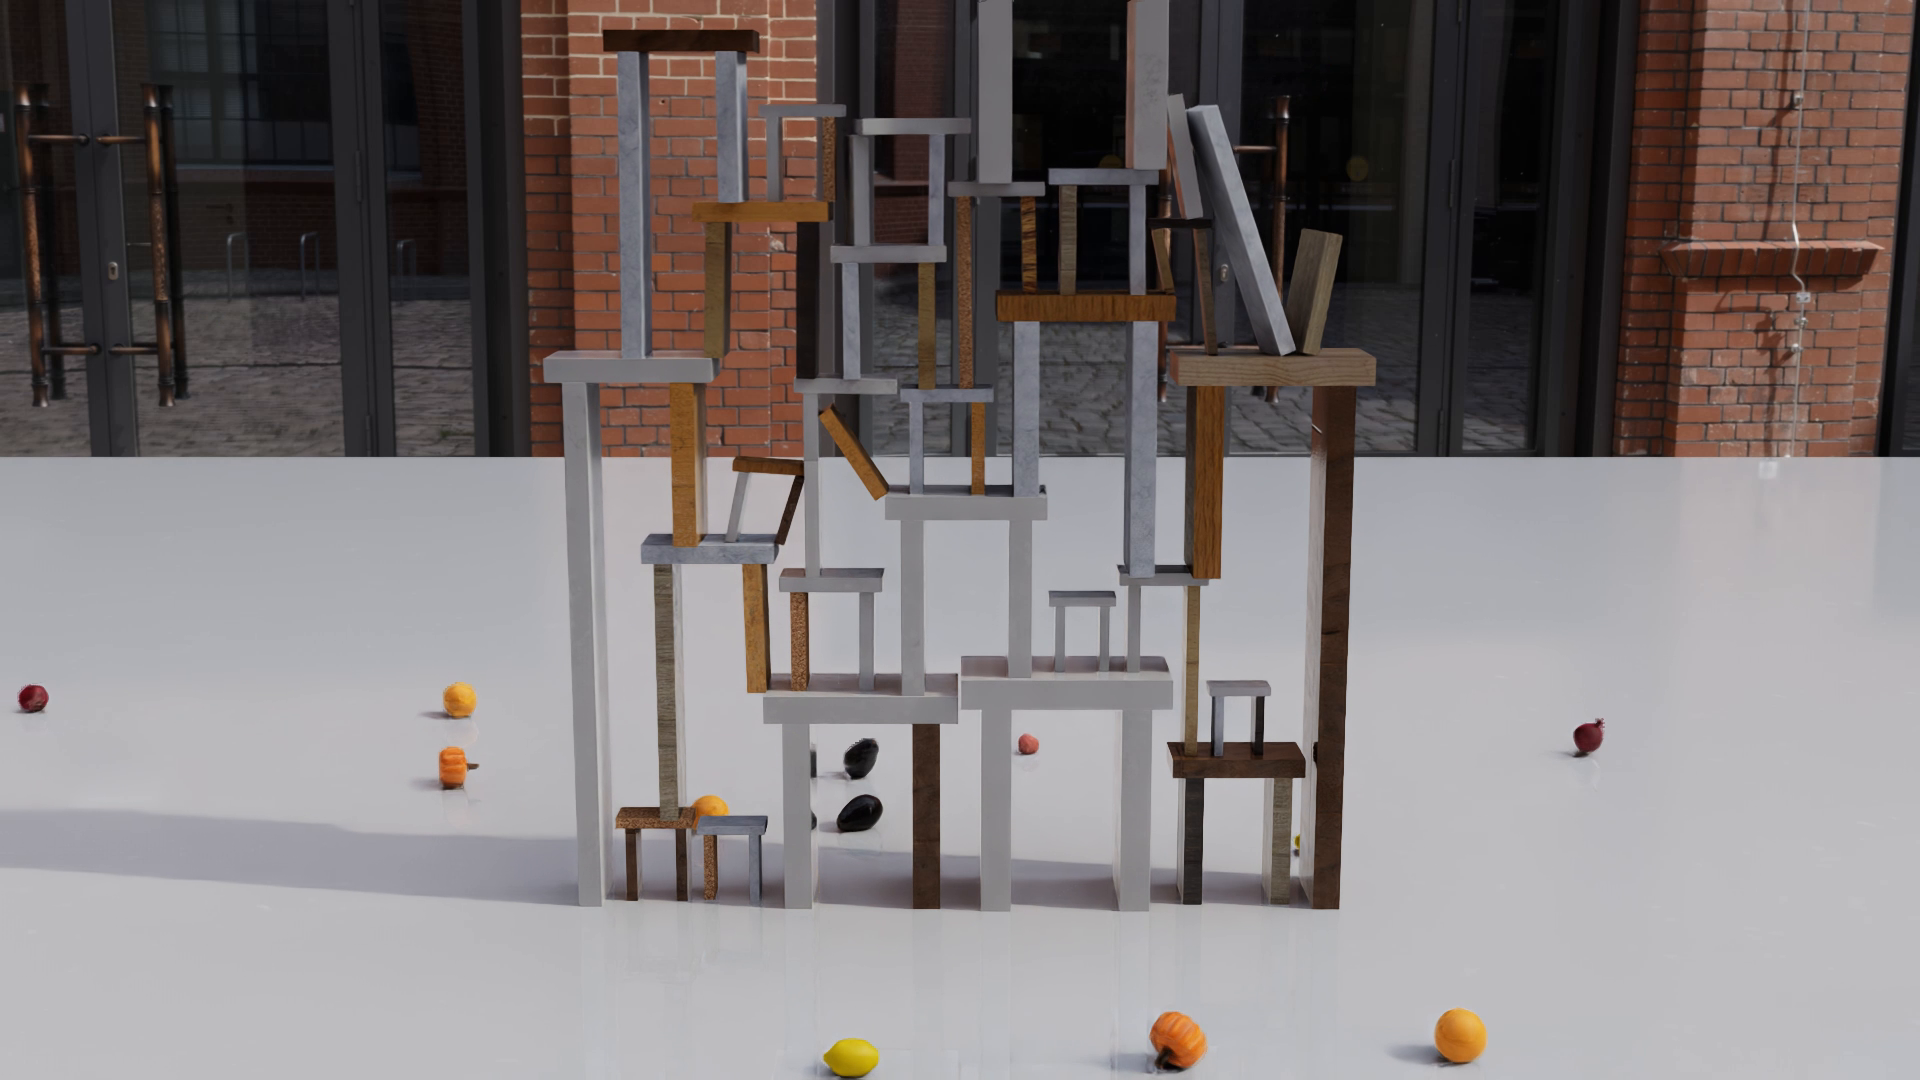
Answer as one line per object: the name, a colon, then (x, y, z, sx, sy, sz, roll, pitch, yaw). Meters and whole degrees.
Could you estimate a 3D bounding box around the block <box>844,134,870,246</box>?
block: (-0.163, -0.549, 3.451, 0.024, 0.171, 0.086, -3, 11, -13)

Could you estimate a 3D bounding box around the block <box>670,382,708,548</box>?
block: (-0.436, -0.130, 3.539, 0.037, 0.263, 0.131, 0, 11, 2)

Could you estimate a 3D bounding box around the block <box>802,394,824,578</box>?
block: (-0.236, -0.093, 3.536, 0.023, 0.298, 0.081, 0, 11, 0)

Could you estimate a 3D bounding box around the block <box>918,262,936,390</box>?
block: (-0.052, -0.344, 3.498, 0.026, 0.199, 0.091, 0, 11, 1)

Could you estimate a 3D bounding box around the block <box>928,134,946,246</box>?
block: (-0.037, -0.551, 3.456, 0.024, 0.171, 0.085, 1, 11, -1)

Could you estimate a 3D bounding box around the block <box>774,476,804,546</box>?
block: (-0.273, -0.052, 3.553, 0.016, 0.115, 0.058, 18, 10, -3)

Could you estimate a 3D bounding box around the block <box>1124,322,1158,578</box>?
block: (0.290, -0.153, 3.533, 0.039, 0.408, 0.139, 0, 11, 0)

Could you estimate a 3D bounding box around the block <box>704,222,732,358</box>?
block: (-0.384, -0.400, 3.491, 0.030, 0.211, 0.106, 2, 10, 0)

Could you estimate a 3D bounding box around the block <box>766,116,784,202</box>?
block: (-0.291, -0.598, 3.452, 0.018, 0.131, 0.065, 0, 10, 2)

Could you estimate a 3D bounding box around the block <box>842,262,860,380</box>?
block: (-0.172, -0.350, 3.488, 0.026, 0.182, 0.091, -1, 11, -2)

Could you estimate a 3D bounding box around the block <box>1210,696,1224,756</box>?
block: (0.423, 0.299, 3.611, 0.014, 0.100, 0.050, 0, 11, 0)

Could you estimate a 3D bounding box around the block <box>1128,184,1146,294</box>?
block: (0.279, -0.476, 3.471, 0.024, 0.170, 0.085, 0, 11, 2)

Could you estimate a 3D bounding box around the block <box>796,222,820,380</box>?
block: (-0.241, -0.383, 3.488, 0.030, 0.244, 0.106, 1, 11, 0)

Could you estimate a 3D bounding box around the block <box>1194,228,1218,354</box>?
block: (0.389, -0.396, 3.490, 0.014, 0.197, 0.051, -7, 10, 1)

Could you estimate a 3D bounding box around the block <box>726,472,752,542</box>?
block: (-0.356, -0.058, 3.552, 0.016, 0.115, 0.058, 12, 11, 1)

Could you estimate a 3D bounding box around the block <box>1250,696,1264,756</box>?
block: (0.489, 0.299, 3.613, 0.014, 0.100, 0.050, 0, 11, -1)

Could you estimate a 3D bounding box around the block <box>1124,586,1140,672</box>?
block: (0.281, 0.138, 3.589, 0.020, 0.144, 0.072, 0, 11, 0)

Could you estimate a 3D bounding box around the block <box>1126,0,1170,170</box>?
block: (0.291, -0.758, 3.416, 0.050, 0.356, 0.178, 0, 11, 0)

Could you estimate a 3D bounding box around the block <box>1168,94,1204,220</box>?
block: (0.347, -0.601, 3.445, 0.027, 0.191, 0.095, -11, 10, 2)

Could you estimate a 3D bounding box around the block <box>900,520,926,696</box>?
block: (-0.076, 0.098, 3.574, 0.036, 0.287, 0.129, 0, 11, 0)

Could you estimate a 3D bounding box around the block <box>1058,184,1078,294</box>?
block: (0.169, -0.476, 3.470, 0.024, 0.170, 0.085, 0, 11, 0)

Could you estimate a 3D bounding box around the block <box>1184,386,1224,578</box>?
block: (0.392, -0.104, 3.541, 0.044, 0.308, 0.154, 0, 11, 0)

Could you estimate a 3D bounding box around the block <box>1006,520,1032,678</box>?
block: (0.096, 0.083, 3.571, 0.036, 0.257, 0.129, 0, 10, 0)

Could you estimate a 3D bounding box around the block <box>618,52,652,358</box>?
block: (-0.511, -0.526, 3.459, 0.032, 0.470, 0.114, 1, 11, 0)

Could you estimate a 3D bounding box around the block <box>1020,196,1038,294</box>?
block: (0.108, -0.468, 3.476, 0.022, 0.152, 0.076, -2, 11, 0)

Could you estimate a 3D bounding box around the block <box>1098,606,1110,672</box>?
block: (0.234, 0.156, 3.589, 0.015, 0.108, 0.054, 0, 11, 0)

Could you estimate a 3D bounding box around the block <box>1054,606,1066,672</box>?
block: (0.162, 0.156, 3.589, 0.015, 0.108, 0.054, 0, 11, 0)

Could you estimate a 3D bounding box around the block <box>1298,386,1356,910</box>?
block: (0.598, 0.167, 3.591, 0.044, 0.860, 0.154, 0, 11, 0)

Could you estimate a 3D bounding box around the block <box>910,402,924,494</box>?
block: (-0.070, -0.152, 3.530, 0.021, 0.148, 0.074, 0, 11, 0)

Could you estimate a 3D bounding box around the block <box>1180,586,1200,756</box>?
block: (0.377, 0.207, 3.602, 0.020, 0.285, 0.072, 0, 11, 0)

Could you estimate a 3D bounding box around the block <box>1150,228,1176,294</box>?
block: (0.321, -0.443, 3.481, 0.014, 0.102, 0.051, -12, 10, 2)

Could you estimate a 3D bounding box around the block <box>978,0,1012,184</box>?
block: (0.055, -0.748, 3.418, 0.050, 0.377, 0.178, 0, 11, 1)

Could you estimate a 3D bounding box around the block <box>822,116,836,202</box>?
block: (-0.204, -0.598, 3.451, 0.018, 0.130, 0.065, 0, 11, -1)

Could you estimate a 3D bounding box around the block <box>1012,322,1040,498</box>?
block: (0.105, -0.217, 3.520, 0.039, 0.278, 0.139, 0, 11, 0)

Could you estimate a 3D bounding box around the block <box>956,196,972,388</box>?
block: (0.008, -0.394, 3.490, 0.022, 0.301, 0.076, -1, 11, 0)

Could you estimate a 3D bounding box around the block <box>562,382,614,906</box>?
block: (-0.606, 0.165, 3.593, 0.037, 0.863, 0.131, 0, 11, 0)

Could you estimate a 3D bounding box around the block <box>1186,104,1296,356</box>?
block: (0.438, -0.485, 3.451, 0.027, 0.402, 0.095, -22, 14, -8)

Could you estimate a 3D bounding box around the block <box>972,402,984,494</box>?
block: (0.029, -0.152, 3.529, 0.021, 0.148, 0.074, 0, 11, 0)

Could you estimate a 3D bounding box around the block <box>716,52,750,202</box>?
block: (-0.355, -0.644, 3.435, 0.032, 0.229, 0.114, 0, 11, 2)

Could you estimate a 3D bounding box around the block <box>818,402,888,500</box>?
block: (-0.170, -0.143, 3.534, 0.023, 0.163, 0.081, -33, 9, 6)
